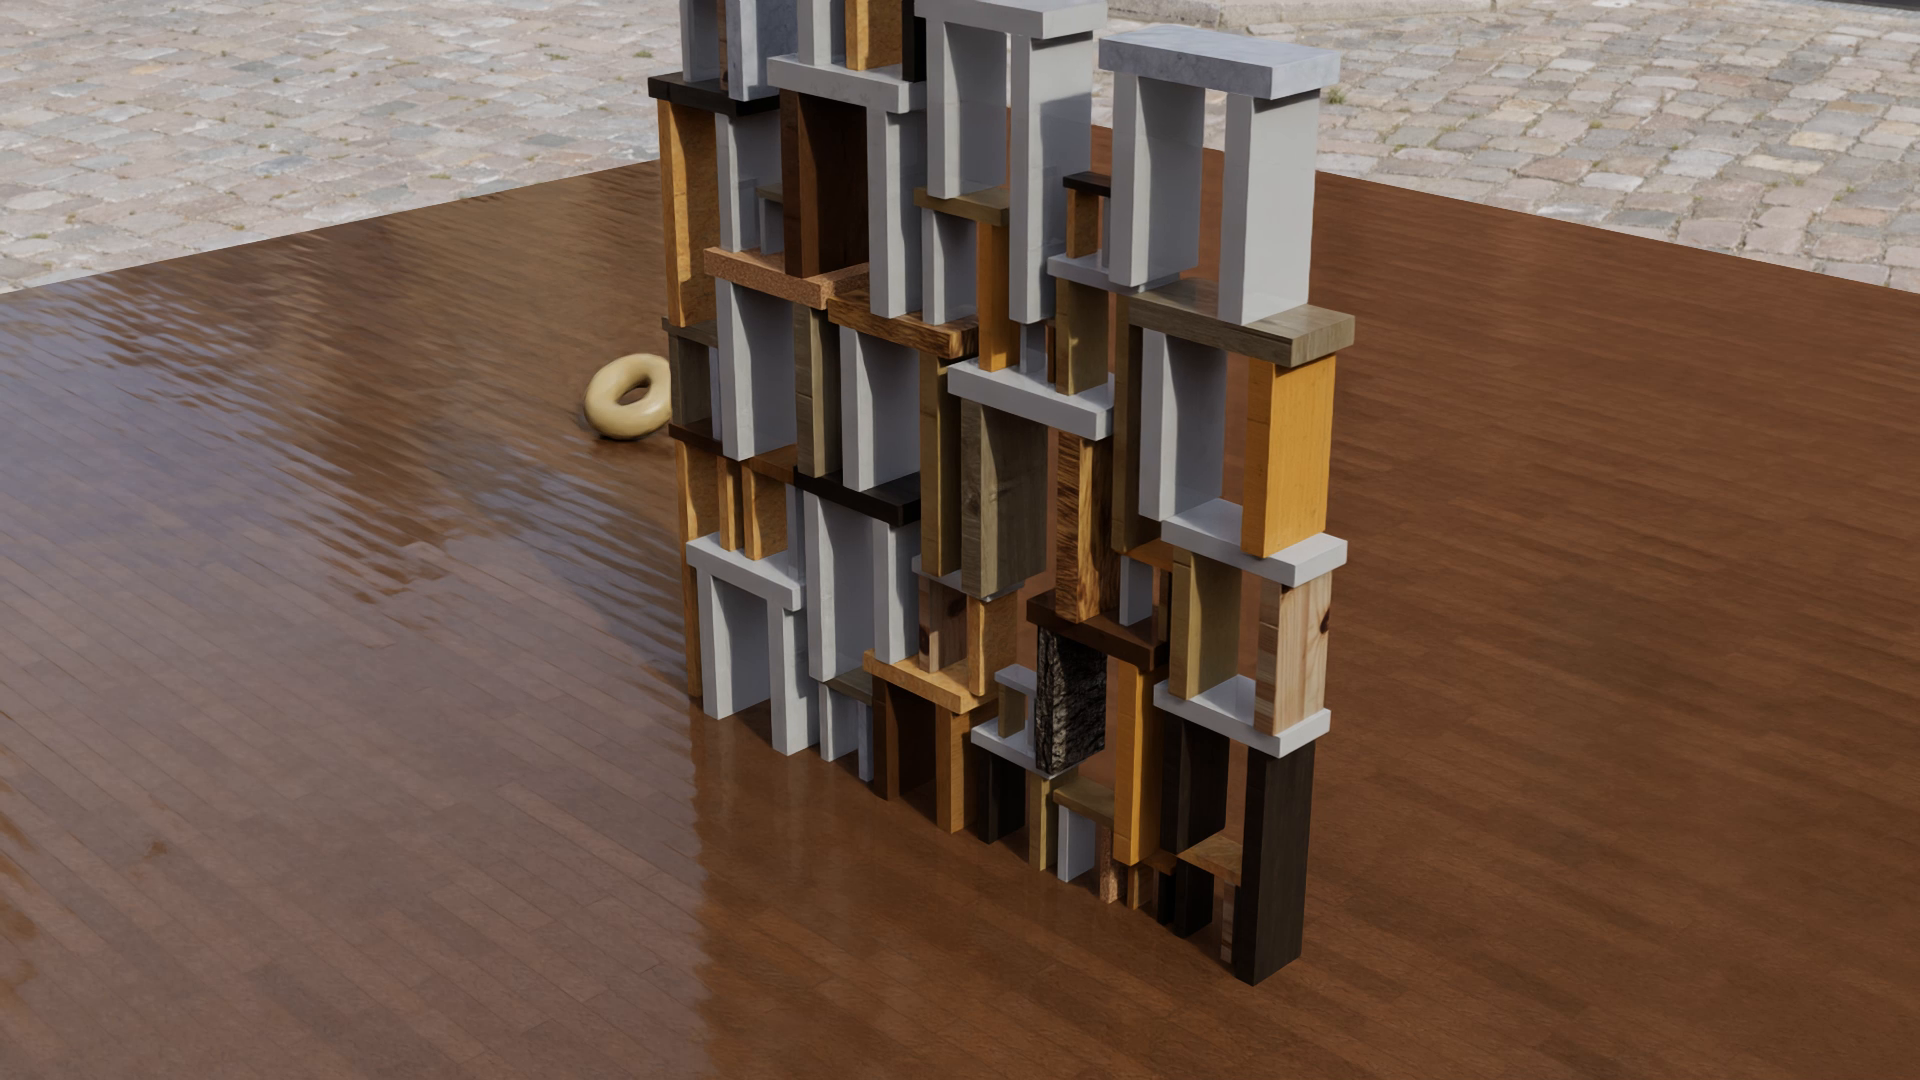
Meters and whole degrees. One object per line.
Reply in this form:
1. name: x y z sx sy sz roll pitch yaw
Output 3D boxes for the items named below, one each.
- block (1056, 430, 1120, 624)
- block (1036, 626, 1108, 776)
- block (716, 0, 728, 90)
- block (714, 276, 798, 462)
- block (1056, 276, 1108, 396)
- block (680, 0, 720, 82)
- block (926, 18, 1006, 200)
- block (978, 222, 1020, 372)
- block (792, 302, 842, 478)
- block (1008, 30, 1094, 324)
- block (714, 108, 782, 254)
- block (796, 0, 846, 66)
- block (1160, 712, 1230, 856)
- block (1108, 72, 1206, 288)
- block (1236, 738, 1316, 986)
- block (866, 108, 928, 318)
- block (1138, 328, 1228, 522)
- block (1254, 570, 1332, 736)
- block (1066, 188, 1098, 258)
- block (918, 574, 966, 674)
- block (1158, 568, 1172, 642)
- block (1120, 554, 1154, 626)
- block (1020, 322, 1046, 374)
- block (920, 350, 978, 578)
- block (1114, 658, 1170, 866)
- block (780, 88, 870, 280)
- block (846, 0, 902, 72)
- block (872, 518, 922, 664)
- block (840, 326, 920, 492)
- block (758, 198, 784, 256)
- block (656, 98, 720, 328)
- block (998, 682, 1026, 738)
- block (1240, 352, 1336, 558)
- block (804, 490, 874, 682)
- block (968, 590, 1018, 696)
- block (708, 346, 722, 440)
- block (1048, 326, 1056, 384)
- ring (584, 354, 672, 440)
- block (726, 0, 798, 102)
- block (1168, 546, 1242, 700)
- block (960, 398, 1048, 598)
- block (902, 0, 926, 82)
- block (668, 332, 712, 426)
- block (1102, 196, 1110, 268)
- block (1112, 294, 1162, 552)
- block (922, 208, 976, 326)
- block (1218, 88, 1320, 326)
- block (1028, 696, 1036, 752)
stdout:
1. block: 0.253 -0.046 3.933 0.179 0.358 0.051 -21 31 -40
2. block: 0.209 0.278 4.116 0.149 0.297 0.042 -21 31 -41
3. block: -0.429 -0.970 4.285 0.025 0.174 0.087 21 31 41
4. block: -0.409 -0.368 4.510 0.176 0.381 0.050 -21 31 -40
5. block: 0.213 -0.365 3.829 0.029 0.208 0.104 20 30 41
6. block: -0.511 -1.001 4.360 0.025 0.174 0.087 21 31 40
7. block: 0.013 -0.771 3.881 0.155 0.311 0.044 -22 31 -41
8. block: 0.083 -0.444 3.935 0.031 0.271 0.108 21 31 40
9. block: -0.243 -0.316 4.351 0.050 0.353 0.176 21 31 40
10. block: 0.156 -0.628 3.779 0.155 0.493 0.044 -21 31 -40
11. block: -0.415 -0.721 4.375 0.039 0.275 0.138 21 31 41
12. block: -0.226 -1.037 4.023 0.157 0.313 0.044 -21 31 -40
13. block: 0.423 0.413 3.947 0.040 0.279 0.139 21 30 41
14. block: 0.324 -0.605 3.610 0.173 0.346 0.049 -22 31 -41
15. block: 0.554 0.551 3.862 0.140 0.468 0.040 -21 31 -41
16. block: -0.086 -0.617 4.057 0.179 0.385 0.051 -21 31 -40
17. block: 0.378 -0.213 3.718 0.166 0.332 0.047 -21 31 -40
18. block: 0.558 0.175 3.687 0.141 0.282 0.040 -21 31 -40
19. block: 0.210 -0.547 3.761 0.060 0.121 0.017 -21 31 -40
20. block: -0.033 0.151 4.332 0.029 0.206 0.103 21 31 41
21. block: 0.379 0.105 3.862 0.068 0.135 0.019 -21 31 -41
22. block: 0.315 0.080 3.921 0.067 0.135 0.019 -21 30 -41
23. block: 0.130 -0.353 3.933 0.015 0.104 0.052 20 30 38
24. block: 0.001 -0.161 4.161 0.165 0.442 0.047 -21 31 -40
25. block: 0.349 0.384 4.008 0.148 0.408 0.042 -21 31 -40
26. block: -0.255 -0.695 4.207 0.179 0.358 0.051 -21 31 -40
27. block: -0.156 -0.970 3.983 0.110 0.220 0.031 -21 31 -40
28. block: -0.101 0.081 4.368 0.043 0.305 0.153 21 31 41
29. block: -0.154 -0.274 4.282 0.047 0.329 0.165 21 31 41
30. block: -0.369 -0.627 4.358 0.057 0.114 0.016 -21 31 -40
31. block: -0.545 -0.682 4.532 0.039 0.471 0.138 21 31 41
32. block: 0.101 0.319 4.247 0.016 0.116 0.058 22 31 40
33. block: 0.533 -0.153 3.572 0.166 0.332 0.047 -21 31 -40
34. block: -0.244 0.076 4.522 0.043 0.415 0.153 21 31 41
35. block: 0.064 0.189 4.242 0.029 0.206 0.103 21 31 41
36. block: -0.474 -0.318 4.610 0.029 0.202 0.101 21 31 41
37. block: 0.178 -0.334 3.889 0.015 0.104 0.052 21 31 40
38. ring: -0.966 -0.425 6.497 0.306 0.102 0.306 -8 50 10
39. block: -0.372 -1.051 4.178 0.044 0.408 0.157 21 31 40
40. block: 0.426 0.124 3.811 0.141 0.282 0.040 -21 31 -40
41. block: 0.083 -0.100 4.092 0.051 0.384 0.179 21 31 40
42. block: -0.052 -0.929 3.888 0.110 0.220 0.031 -21 31 -40
43. block: -0.569 -0.355 4.698 0.029 0.203 0.101 21 31 41
44. block: 0.267 -0.524 3.708 0.017 0.121 0.060 22 31 40
45. block: 0.310 -0.210 3.790 0.104 0.463 0.029 -22 31 -40
46. block: -0.019 -0.510 4.020 0.108 0.217 0.031 -21 31 -40
47. block: 0.486 -0.534 3.464 0.049 0.361 0.173 21 31 41
48. block: 0.155 0.341 4.196 0.058 0.116 0.016 -21 31 -41
